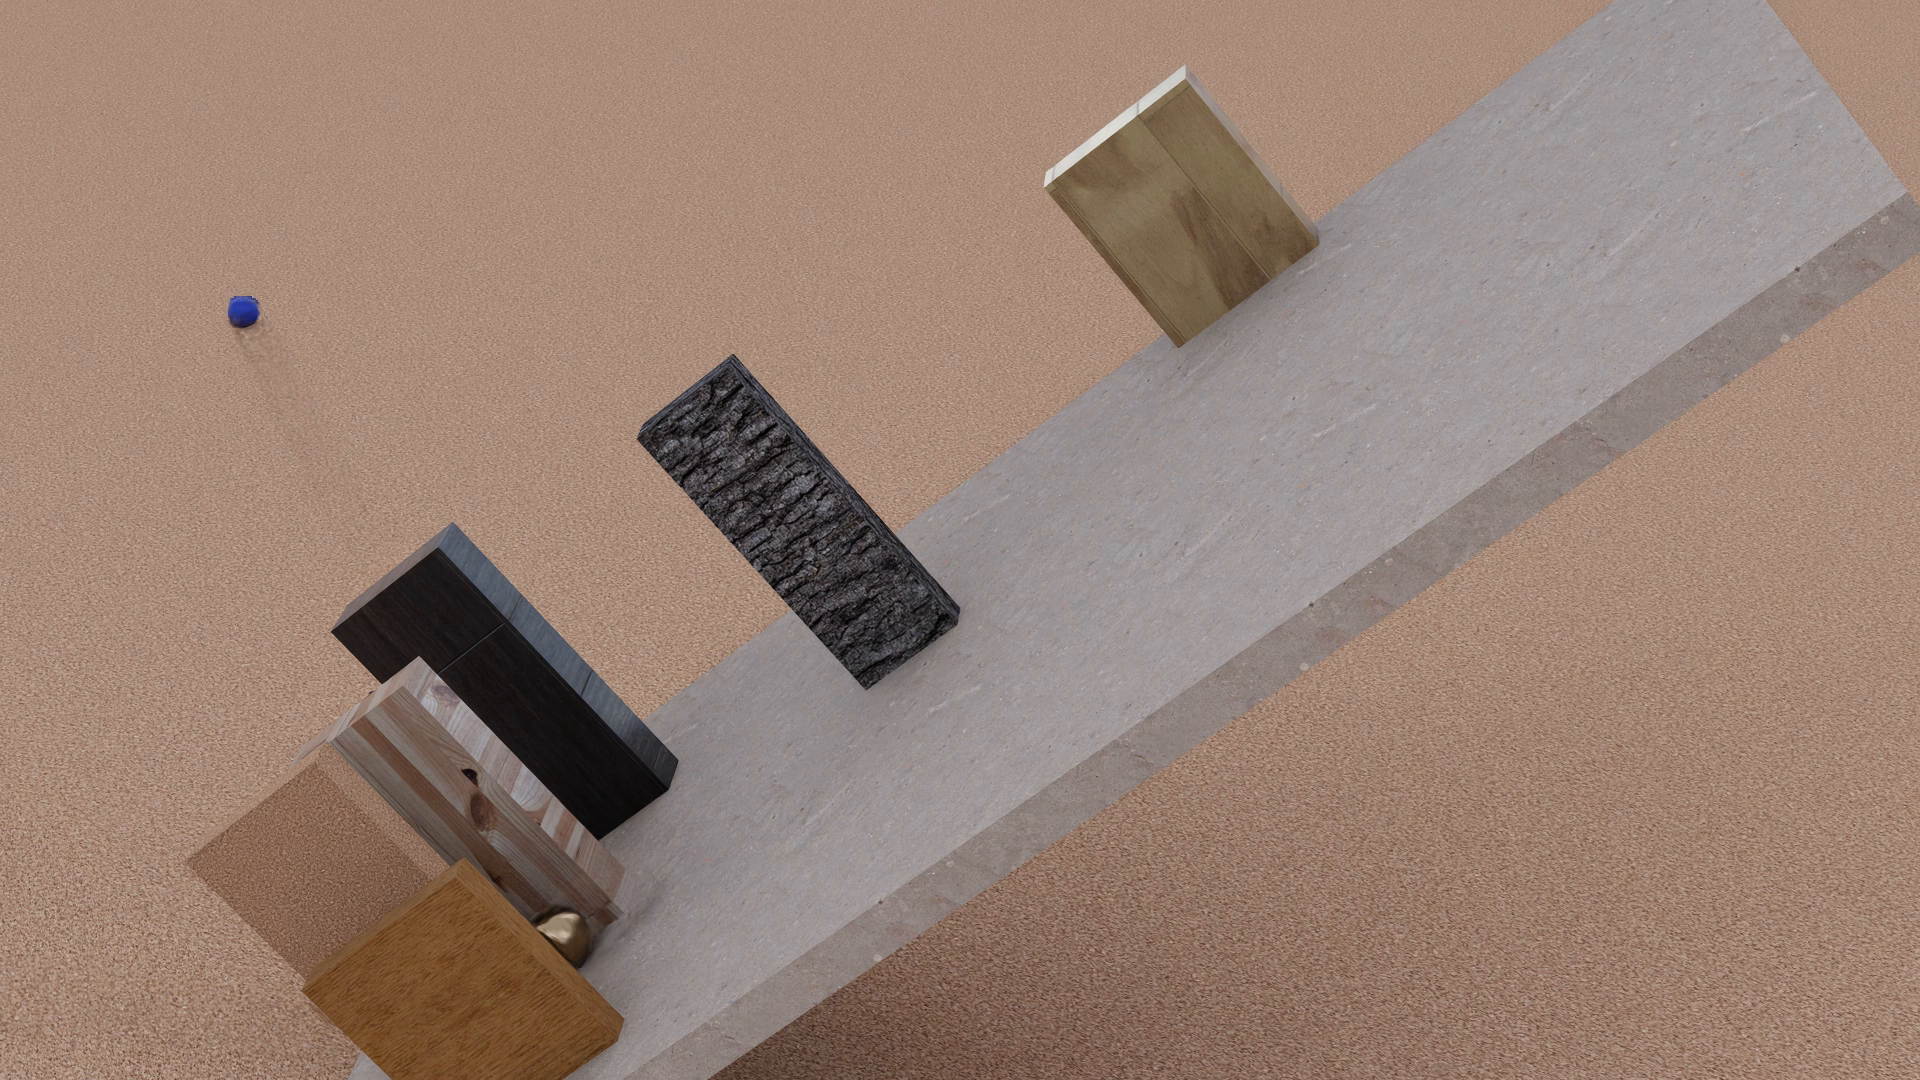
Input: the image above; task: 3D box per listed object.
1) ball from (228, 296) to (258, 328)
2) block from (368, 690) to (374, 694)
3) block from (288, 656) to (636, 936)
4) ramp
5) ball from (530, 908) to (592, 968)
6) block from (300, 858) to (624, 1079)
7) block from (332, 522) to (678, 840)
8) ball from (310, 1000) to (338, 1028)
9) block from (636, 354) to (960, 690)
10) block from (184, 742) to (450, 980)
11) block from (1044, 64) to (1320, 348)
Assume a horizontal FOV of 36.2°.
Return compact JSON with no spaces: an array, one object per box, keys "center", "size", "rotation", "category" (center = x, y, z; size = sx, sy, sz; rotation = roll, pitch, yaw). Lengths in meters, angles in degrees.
[{"center":[-2.910,-0.925,11.940],"size":[0.124,0.124,0.124],"rotation":[0,24,0],"category":"ball"},{"center":[-1.630,0.532,8.620],"size":[0.156,0.156,0.156],"rotation":[-10,26,-22],"category":"block"},{"center":[-1.102,0.642,6.514],"size":[0.368,0.710,0.143],"rotation":[-36,16,18],"category":"block"},{"center":[0.119,0.186,6.345],"size":[4.000,0.100,2.000],"rotation":[-36,16,18],"category":"ramp"},{"center":[-0.872,0.872,6.402],"size":[0.145,0.145,0.145],"rotation":[0,24,0],"category":"ball"},{"center":[-0.999,0.936,5.916],"size":[0.432,0.475,0.080],"rotation":[-36,16,18],"category":"block"},{"center":[-1.077,0.374,7.005],"size":[0.354,0.800,0.146],"rotation":[-36,16,18],"category":"block"},{"center":[-1.475,1.085,7.144],"size":[0.208,0.208,0.208],"rotation":[0,24,0],"category":"ball"},{"center":[-0.348,-0.033,6.433],"size":[0.265,0.766,0.086],"rotation":[-36,16,18],"category":"block"},{"center":[-1.221,0.820,6.214],"size":[0.387,0.766,0.093],"rotation":[-36,16,18],"category":"block"},{"center":[0.517,-0.774,6.854],"size":[0.414,0.503,0.123],"rotation":[-36,16,18],"category":"block"}]
